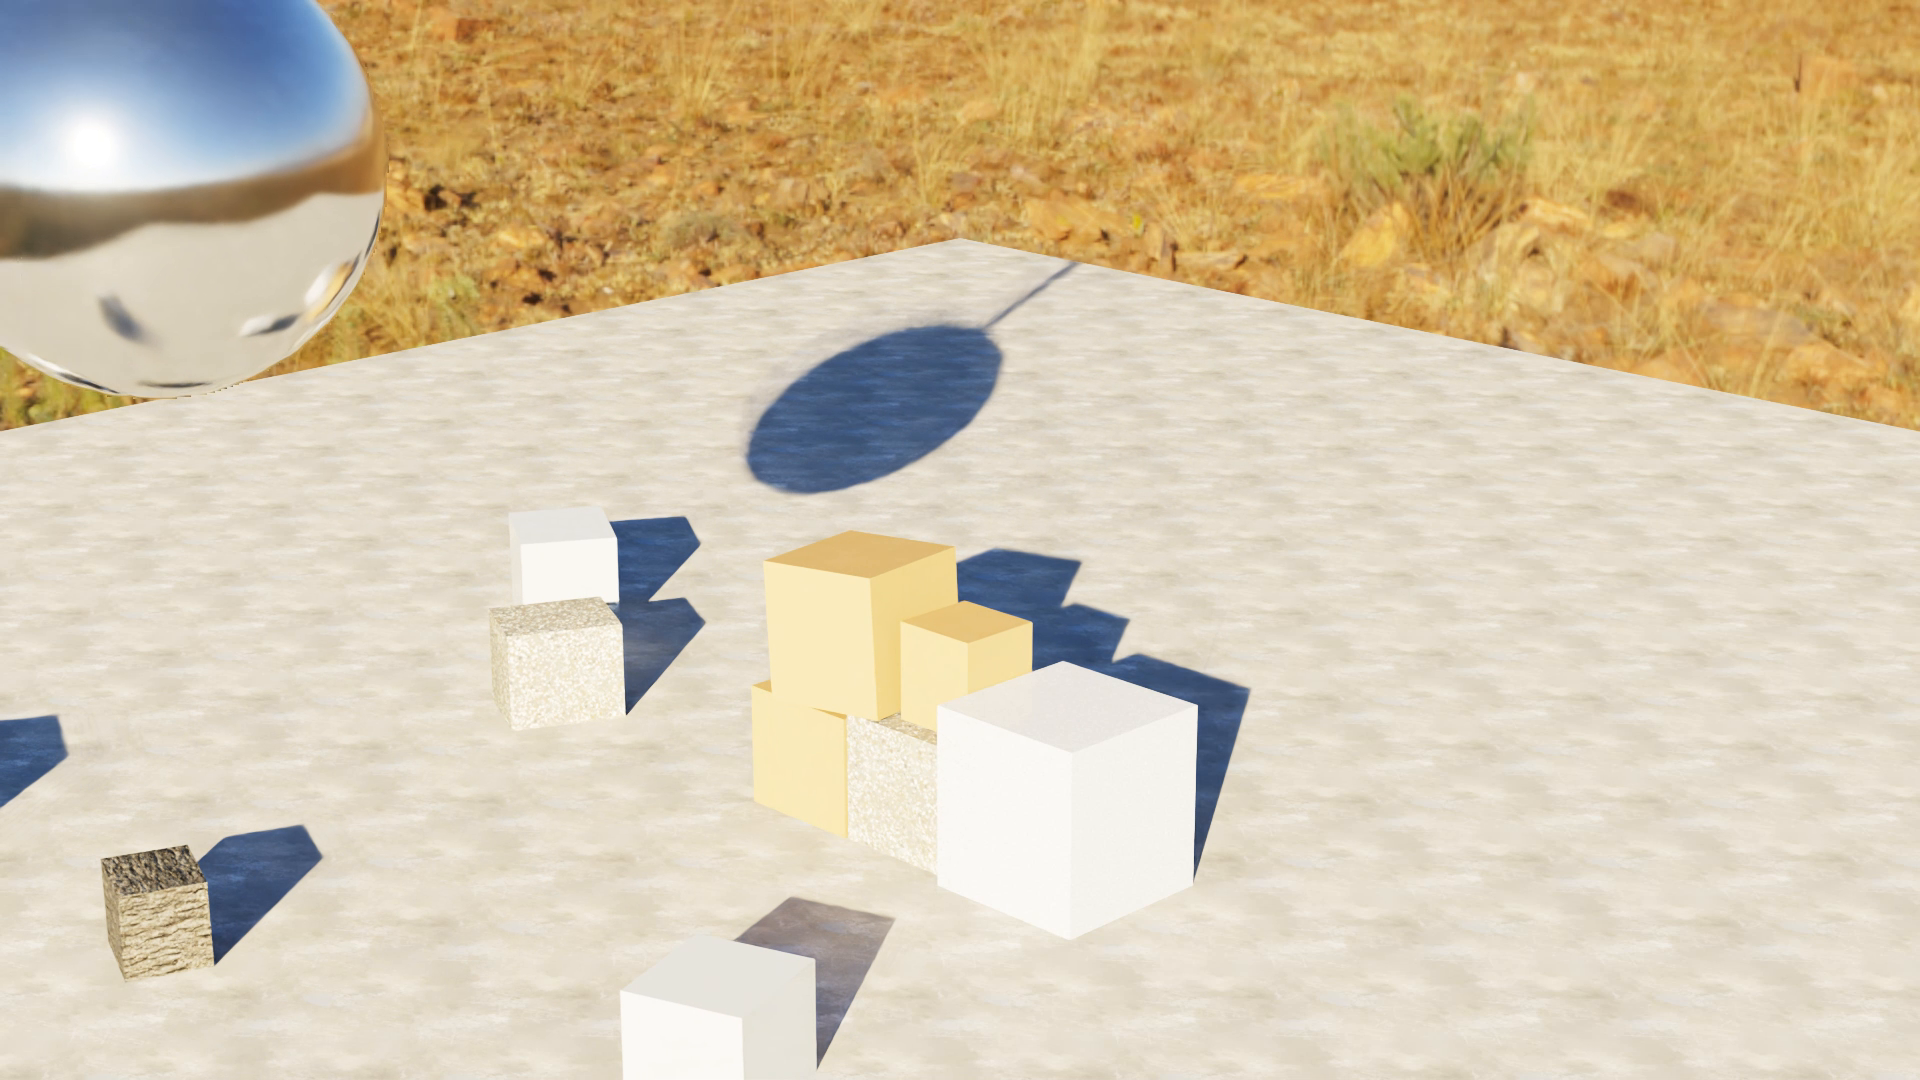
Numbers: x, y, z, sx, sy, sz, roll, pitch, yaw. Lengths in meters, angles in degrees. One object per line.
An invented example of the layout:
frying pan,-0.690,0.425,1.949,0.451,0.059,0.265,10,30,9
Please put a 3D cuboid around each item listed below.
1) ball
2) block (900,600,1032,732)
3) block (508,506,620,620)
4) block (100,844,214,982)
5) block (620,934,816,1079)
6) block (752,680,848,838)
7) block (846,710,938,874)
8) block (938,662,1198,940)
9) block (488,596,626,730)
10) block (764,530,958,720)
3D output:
ball,-2.772,-1.286,10.032,1.600,1.600,1.600,0,17,0
block,0.029,0.603,13.514,0.435,0.479,0.419,17,24,42
block,-2.275,0.181,16.835,0.538,0.560,0.634,-4,18,-14
block,-3.450,1.600,12.597,0.372,0.393,0.440,-8,19,-23
block,-0.935,1.916,11.435,0.536,0.487,0.571,8,19,25
block,-0.526,0.982,14.219,0.698,0.601,0.652,-17,24,-42
block,-0.057,1.108,13.761,0.662,0.634,0.669,-17,24,-42
block,0.479,1.155,13.213,0.822,0.875,0.820,-17,24,-42
block,-2.123,0.645,15.434,0.602,0.515,0.489,-6,18,-19
block,-0.457,0.394,13.876,0.647,0.682,0.634,9,19,37
